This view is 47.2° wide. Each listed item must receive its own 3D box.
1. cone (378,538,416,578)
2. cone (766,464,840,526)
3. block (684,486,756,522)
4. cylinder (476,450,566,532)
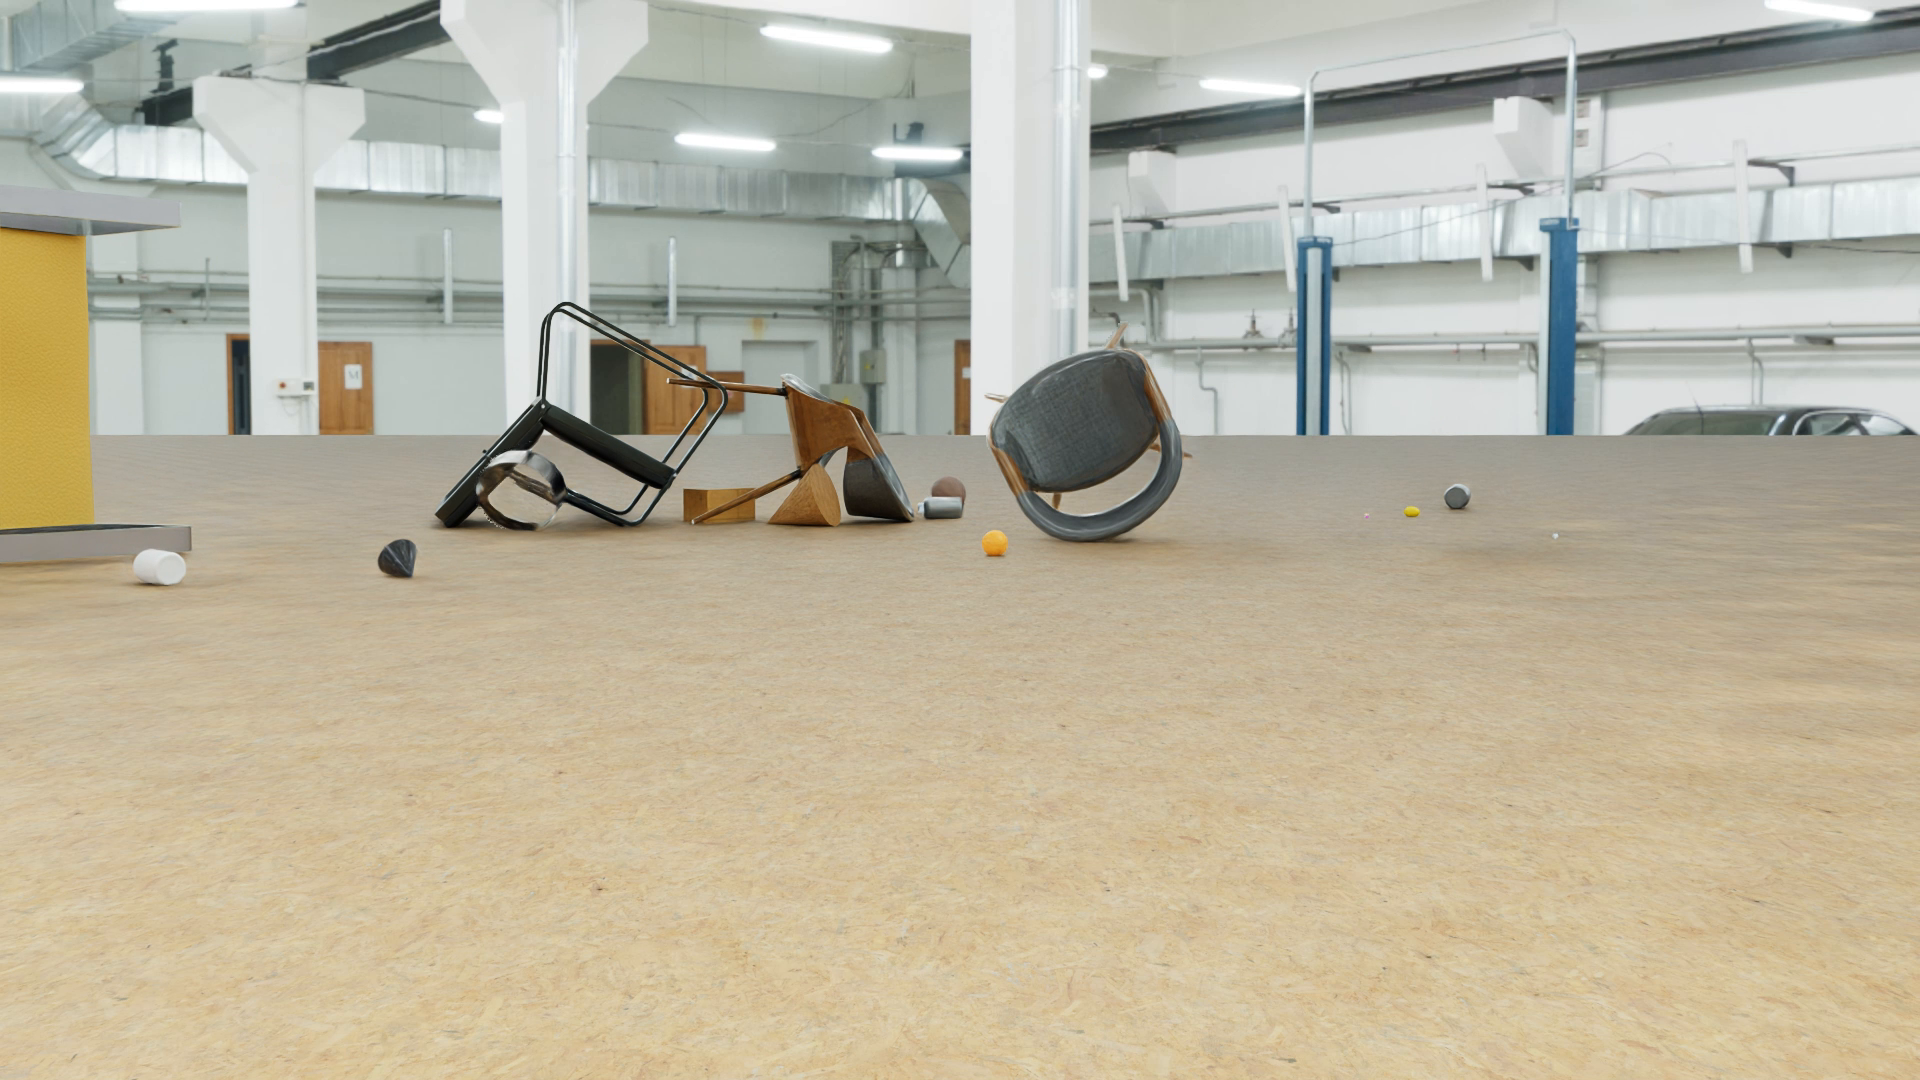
[{"bbox_3d":[-1.329,0.065,5.263,0.096,0.103,0.094,19,19,-46],"label":"cone"},{"bbox_3d":[-0.543,-0.101,7.269,0.249,0.228,0.153,-25,-21,25],"label":"cone"},{"bbox_3d":[-0.820,-0.121,7.491,0.129,0.112,0.209,4,5,44],"label":"block"},{"bbox_3d":[-1.389,-0.157,6.968,0.260,0.222,0.127,25,20,-5],"label":"cylinder"}]
